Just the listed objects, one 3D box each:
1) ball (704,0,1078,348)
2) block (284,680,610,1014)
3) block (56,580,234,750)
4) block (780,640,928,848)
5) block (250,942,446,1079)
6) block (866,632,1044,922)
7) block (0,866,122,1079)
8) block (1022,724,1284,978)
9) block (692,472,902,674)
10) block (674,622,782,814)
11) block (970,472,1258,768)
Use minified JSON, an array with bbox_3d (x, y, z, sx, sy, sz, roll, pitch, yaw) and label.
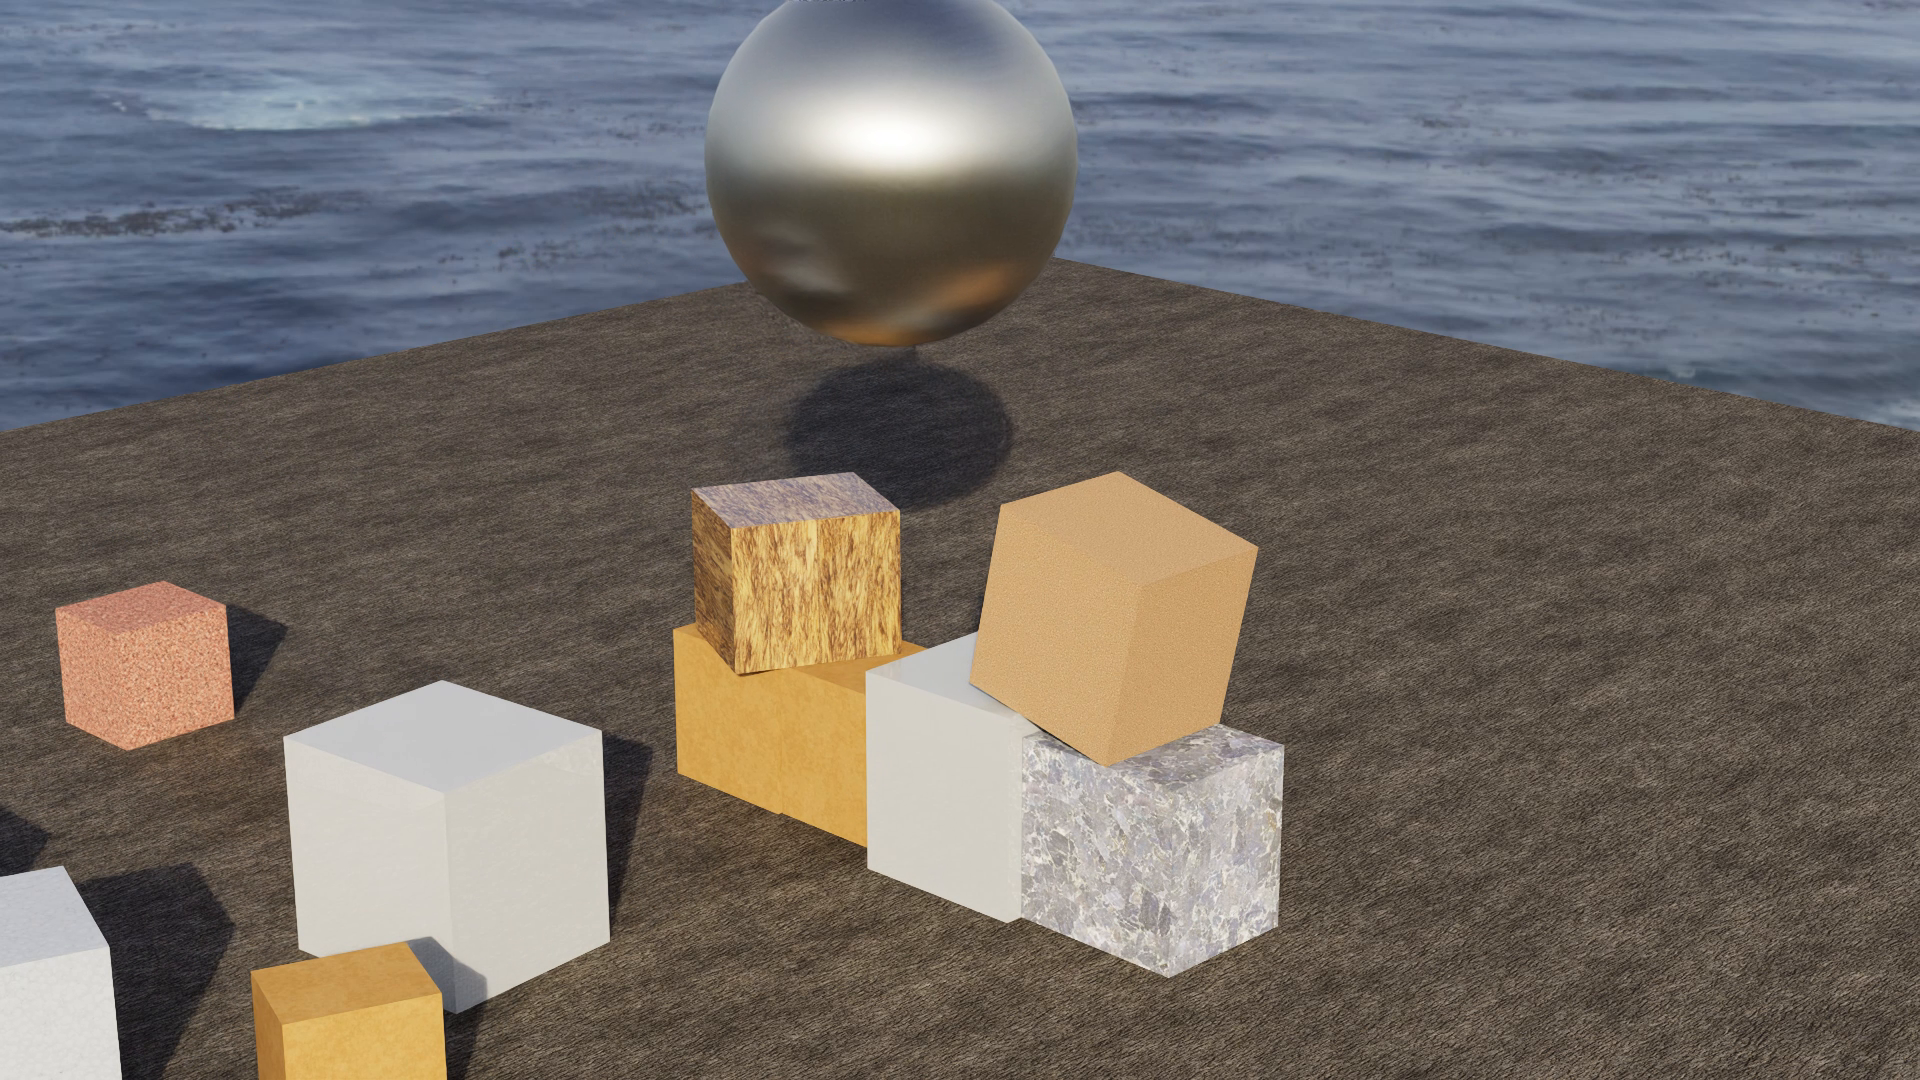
[{"bbox_3d":[-0.294,-1.625,12.523,1.600,1.600,1.600,0,17,0],"label":"ball"},{"bbox_3d":[-2.195,1.292,12.594,1.001,0.984,0.891,13,22,36],"label":"block"},{"bbox_3d":[-4.237,0.644,15.252,0.591,0.625,0.636,16,23,41],"label":"block"},{"bbox_3d":[-0.363,0.964,14.004,0.741,0.764,0.649,17,24,42],"label":"block"},{"bbox_3d":[-2.335,1.946,11.221,0.605,0.559,0.502,-8,19,-25],"label":"block"},{"bbox_3d":[0.195,1.046,13.405,0.871,0.967,0.887,16,23,41],"label":"block"},{"bbox_3d":[-3.721,1.840,11.140,0.853,0.810,0.832,-9,20,-26],"label":"block"},{"bbox_3d":[0.837,1.281,12.845,0.866,0.854,0.730,17,24,42],"label":"block"},{"bbox_3d":[-0.792,0.147,14.141,0.826,0.715,0.717,-6,18,-19],"label":"block"},{"bbox_3d":[-0.885,0.803,14.525,0.731,0.758,0.754,-17,24,-42],"label":"block"},{"bbox_3d":[0.659,0.328,12.728,0.752,0.873,0.826,-16,36,-43],"label":"block"}]
